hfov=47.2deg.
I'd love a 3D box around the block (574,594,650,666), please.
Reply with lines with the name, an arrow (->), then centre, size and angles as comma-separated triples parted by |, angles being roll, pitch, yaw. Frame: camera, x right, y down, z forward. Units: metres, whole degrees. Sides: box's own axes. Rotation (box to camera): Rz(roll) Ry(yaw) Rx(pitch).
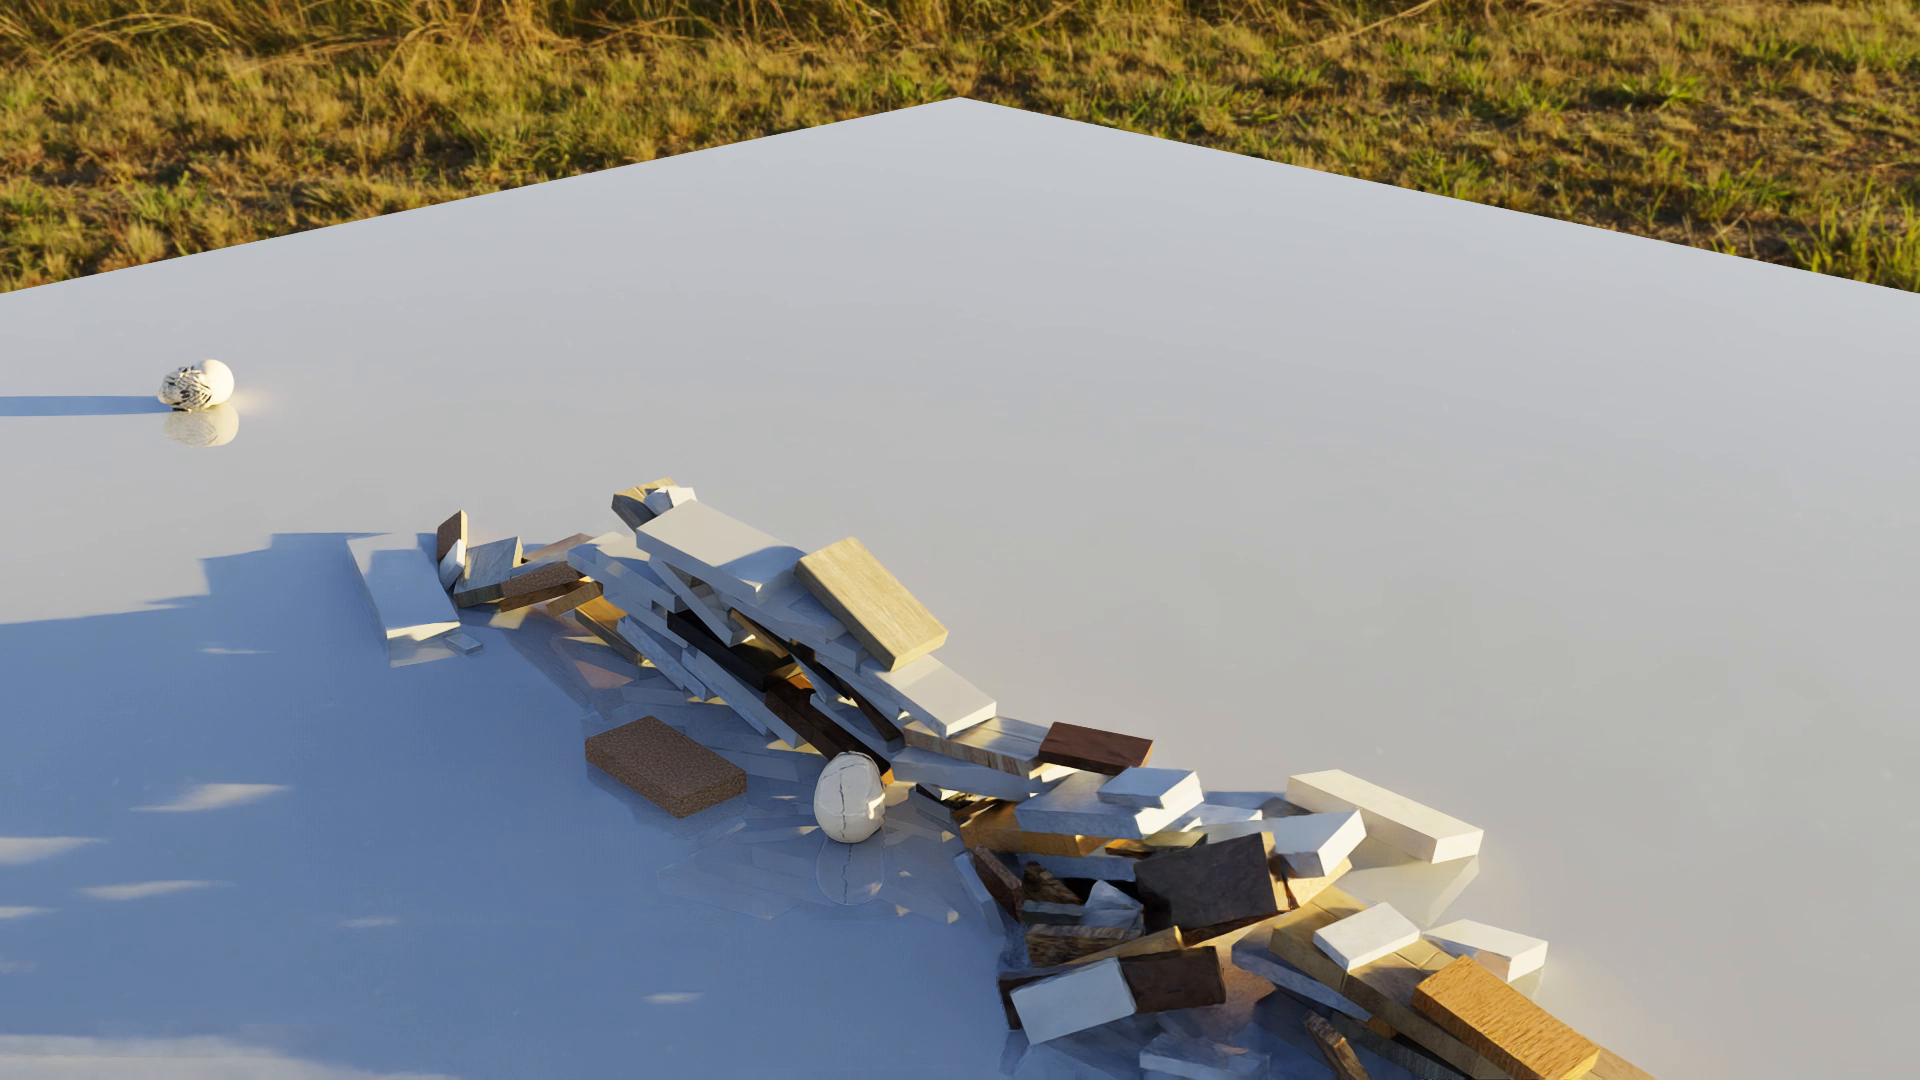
block -> -0.782, 0.203, 5.176 | 0.126, 0.036, 0.251 | -26, 42, -35

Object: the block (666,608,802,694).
block -> -0.473, 0.217, 4.828 | 0.168, 0.048, 0.336 | -21, 38, -40

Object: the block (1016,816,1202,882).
block -> 0.283, 0.580, 4.156 | 0.167, 0.047, 0.335 | -28, 15, -40

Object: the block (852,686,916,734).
block -> -0.121, 0.337, 4.572 | 0.196, 0.028, 0.098 | 41, 44, 17

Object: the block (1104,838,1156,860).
block -> 0.319, 0.561, 4.023 | 0.054, 0.015, 0.108 | -26, 13, -33

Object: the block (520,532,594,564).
block -> -1.015, 0.037, 5.636 | 0.102, 0.029, 0.203 | 18, 29, 36

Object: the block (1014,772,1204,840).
block -> 0.273, 0.492, 4.096 | 0.167, 0.047, 0.335 | -27, 14, -37

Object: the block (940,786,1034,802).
block -> 0.080, 0.476, 4.392 | 0.221, 0.031, 0.111 | 5, 21, 35

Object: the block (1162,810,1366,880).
block -> 0.524, 0.548, 3.880 | 0.341, 0.048, 0.171 | -12, 11, 37

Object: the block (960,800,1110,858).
block -> 0.171, 0.546, 4.248 | 0.167, 0.047, 0.335 | -27, 14, -38

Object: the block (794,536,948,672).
block -> -0.185, 0.129, 4.544 | 0.154, 0.044, 0.309 | -25, 59, -40

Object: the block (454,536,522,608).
block -> -1.175, 0.079, 5.487 | 0.141, 0.040, 0.282 | -14, 24, -1

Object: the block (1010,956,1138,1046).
block -> 0.191, 0.777, 3.710 | 0.192, 0.096, 0.027 | -21, 5, 16

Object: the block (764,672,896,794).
block -> -0.239, 0.395, 4.657 | 0.168, 0.048, 0.336 | -22, 47, -41

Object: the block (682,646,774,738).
block -> -0.466, 0.314, 4.870 | 0.148, 0.042, 0.295 | -21, 46, -41

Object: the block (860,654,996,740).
block -> -0.066, 0.303, 4.444 | 0.132, 0.037, 0.264 | -23, 42, -36

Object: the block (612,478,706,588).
block -> -0.627, -0.019, 4.904 | 0.151, 0.043, 0.301 | -20, 51, -39

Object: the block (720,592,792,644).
block -> -0.411, 0.143, 4.719 | 0.183, 0.026, 0.091 | 31, 41, 16

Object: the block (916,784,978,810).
block -> -0.027, 0.514, 4.479 | 0.059, 0.017, 0.119 | -20, 28, -39

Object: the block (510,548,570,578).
block -> -1.023, 0.055, 5.402 | 0.159, 0.023, 0.080 | -18, 6, -3

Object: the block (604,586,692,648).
block -> -0.664, 0.150, 5.026 | 0.295, 0.042, 0.148 | 27, 35, 35

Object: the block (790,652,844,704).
block -> -0.289, 0.279, 4.686 | 0.079, 0.022, 0.157 | -12, 48, -32

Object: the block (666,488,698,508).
block -> -0.604, -0.063, 4.853 | 0.060, 0.017, 0.120 | -3, 53, -31

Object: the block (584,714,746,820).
block -> -0.616, 0.471, 4.590 | 0.169, 0.048, 0.338 | -20, 30, -38

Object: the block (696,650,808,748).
block -> -0.405, 0.317, 4.804 | 0.168, 0.048, 0.336 | -22, 46, -41

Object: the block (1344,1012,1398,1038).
block -> 0.678, 0.754, 3.822 | 0.148, 0.042, 0.297 | -19, 29, -37

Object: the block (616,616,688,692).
block -> -0.661, 0.244, 5.051 | 0.126, 0.036, 0.251 | -21, 47, -40

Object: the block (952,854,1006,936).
block -> 0.035, 0.661, 4.095 | 0.023, 0.082, 0.164 | -26, 28, -9

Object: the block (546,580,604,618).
block -> -0.867, 0.119, 5.209 | 0.126, 0.036, 0.251 | -27, 3, -40

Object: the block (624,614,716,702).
block -> -0.614, 0.245, 4.996 | 0.148, 0.042, 0.295 | -21, 48, -41

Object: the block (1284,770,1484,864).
block -> 0.837, 0.544, 4.354 | 0.349, 0.049, 0.175 | 21, 14, 40

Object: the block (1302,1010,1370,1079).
block -> 0.620, 0.842, 3.577 | 0.024, 0.167, 0.084 | -40, 35, -10

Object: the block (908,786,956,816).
block -> -0.043, 0.526, 4.499 | 0.119, 0.017, 0.059 | 21, 31, 40

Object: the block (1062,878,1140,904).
block -> 0.374, 0.616, 4.081 | 0.341, 0.048, 0.171 | -7, 16, 45

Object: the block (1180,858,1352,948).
block -> 0.521, 0.642, 3.929 | 0.171, 0.048, 0.341 | -25, -5, -45

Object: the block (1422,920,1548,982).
block -> 0.918, 0.717, 3.851 | 0.155, 0.044, 0.310 | 12, 1, 26

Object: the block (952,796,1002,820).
block -> 0.041, 0.531, 4.403 | 0.059, 0.017, 0.119 | -20, -6, -39

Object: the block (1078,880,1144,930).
block -> 0.250, 0.695, 3.865 | 0.091, 0.182, 0.026 | 29, 27, 21

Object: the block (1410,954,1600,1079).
block -> 0.873, 0.780, 3.531 | 0.134, 0.038, 0.268 | -20, 40, -39
